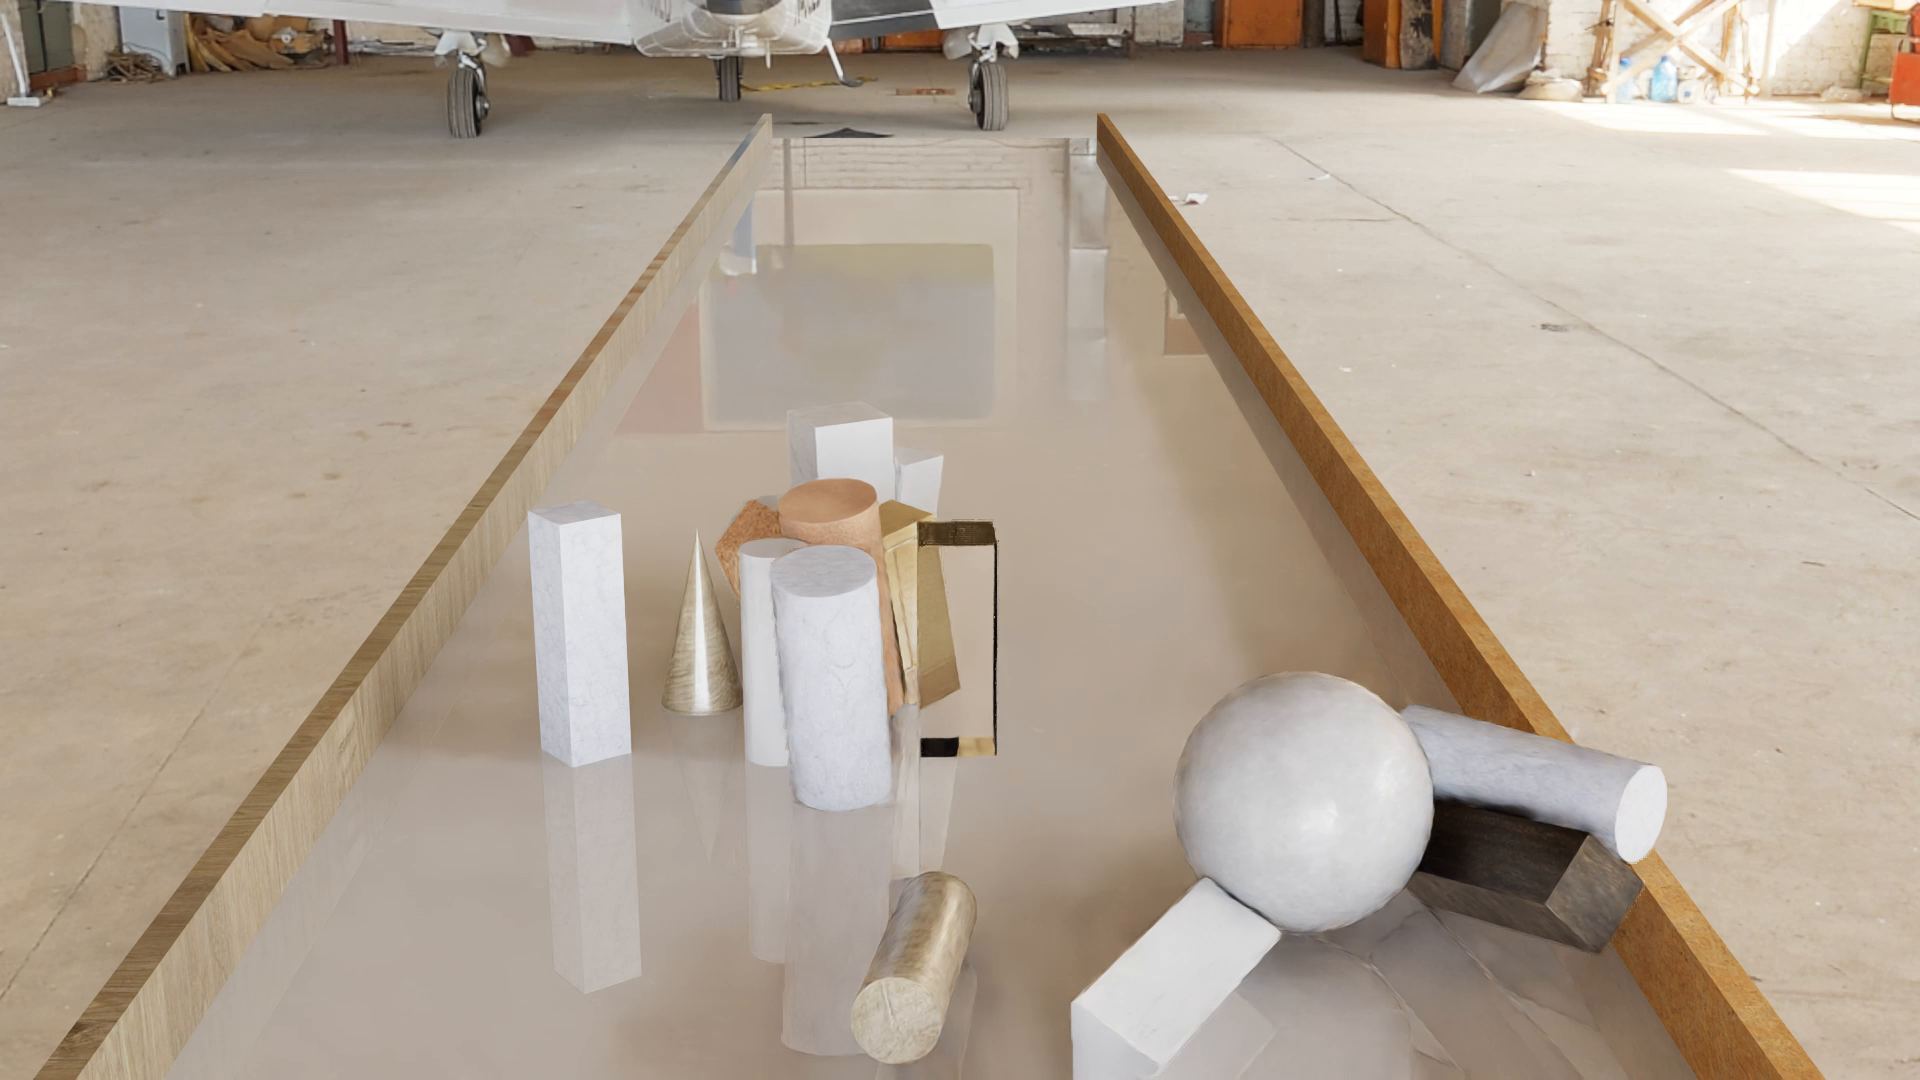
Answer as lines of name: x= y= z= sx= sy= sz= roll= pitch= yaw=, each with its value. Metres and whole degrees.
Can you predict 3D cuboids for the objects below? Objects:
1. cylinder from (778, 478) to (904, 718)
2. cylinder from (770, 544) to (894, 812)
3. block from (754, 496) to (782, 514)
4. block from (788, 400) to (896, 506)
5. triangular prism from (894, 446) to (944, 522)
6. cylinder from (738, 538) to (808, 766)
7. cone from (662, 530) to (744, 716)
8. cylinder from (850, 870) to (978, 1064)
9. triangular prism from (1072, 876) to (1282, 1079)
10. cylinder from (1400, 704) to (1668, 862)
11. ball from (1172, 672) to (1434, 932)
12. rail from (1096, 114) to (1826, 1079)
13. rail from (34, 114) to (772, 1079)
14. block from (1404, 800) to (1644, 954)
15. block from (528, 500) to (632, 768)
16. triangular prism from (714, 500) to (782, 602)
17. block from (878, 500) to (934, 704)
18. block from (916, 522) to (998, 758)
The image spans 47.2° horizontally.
cylinder: x=-0.216 y=0.117 z=4.035 sx=0.179 sy=0.427 sz=0.179 roll=-5 pitch=27 yaw=3
cylinder: x=-0.211 y=0.232 z=3.666 sx=0.174 sy=0.417 sz=0.174 roll=-3 pitch=29 yaw=1
block: x=-0.346 y=0.079 z=4.395 sx=0.117 sy=0.316 sz=0.117 roll=0 pitch=16 yaw=14
block: x=-0.244 y=-0.051 z=4.617 sx=0.168 sy=0.440 sz=0.168 roll=-9 pitch=19 yaw=-22
triangular prism: x=-0.139 y=-0.036 z=4.740 sx=0.112 sy=0.330 sz=0.129 roll=24 pitch=27 yaw=35
cylinder: x=-0.324 y=0.198 z=3.887 sx=0.123 sy=0.384 sz=0.123 roll=0 pitch=17 yaw=0
cone: x=-0.490 y=0.142 z=4.148 sx=0.159 sy=0.342 sz=0.159 roll=0 pitch=17 yaw=0
cylinder: x=-0.056 y=0.573 z=2.996 sx=0.116 sy=0.116 sz=0.442 roll=2 pitch=9 yaw=6
triangular prism: x=0.273 y=0.583 z=2.957 sx=0.136 sy=0.118 sz=0.419 roll=-29 pitch=-1 yaw=33
cylinder: x=0.833 y=0.357 z=3.272 sx=0.143 sy=0.143 sz=0.397 roll=-15 pitch=20 yaw=-42
ball: x=0.499 y=0.380 z=3.204 sx=0.377 sy=0.377 sz=0.377 roll=0 pitch=17 yaw=0
rail: x=0.932 y=-0.844 z=7.801 sx=0.050 sy=0.150 sz=12.000 roll=0 pitch=17 yaw=-1
rail: x=-1.118 y=-0.838 z=7.780 sx=0.050 sy=0.150 sz=12.000 roll=0 pitch=17 yaw=-1
block: x=0.779 y=0.475 z=3.166 sx=0.119 sy=0.119 sz=0.411 roll=41 pitch=-14 yaw=-18
block: x=-0.672 y=0.165 z=3.893 sx=0.118 sy=0.445 sz=0.118 roll=-12 pitch=21 yaw=-36
triangular prism: x=-0.333 y=0.099 z=4.184 sx=0.151 sy=0.355 sz=0.131 roll=-18 pitch=32 yaw=4
block: x=-0.113 y=0.118 z=4.183 sx=0.125 sy=0.350 sz=0.125 roll=-26 pitch=29 yaw=-34
block: x=-0.006 y=0.177 z=3.927 sx=0.135 sy=0.397 sz=0.135 roll=-1 pitch=18 yaw=-3
